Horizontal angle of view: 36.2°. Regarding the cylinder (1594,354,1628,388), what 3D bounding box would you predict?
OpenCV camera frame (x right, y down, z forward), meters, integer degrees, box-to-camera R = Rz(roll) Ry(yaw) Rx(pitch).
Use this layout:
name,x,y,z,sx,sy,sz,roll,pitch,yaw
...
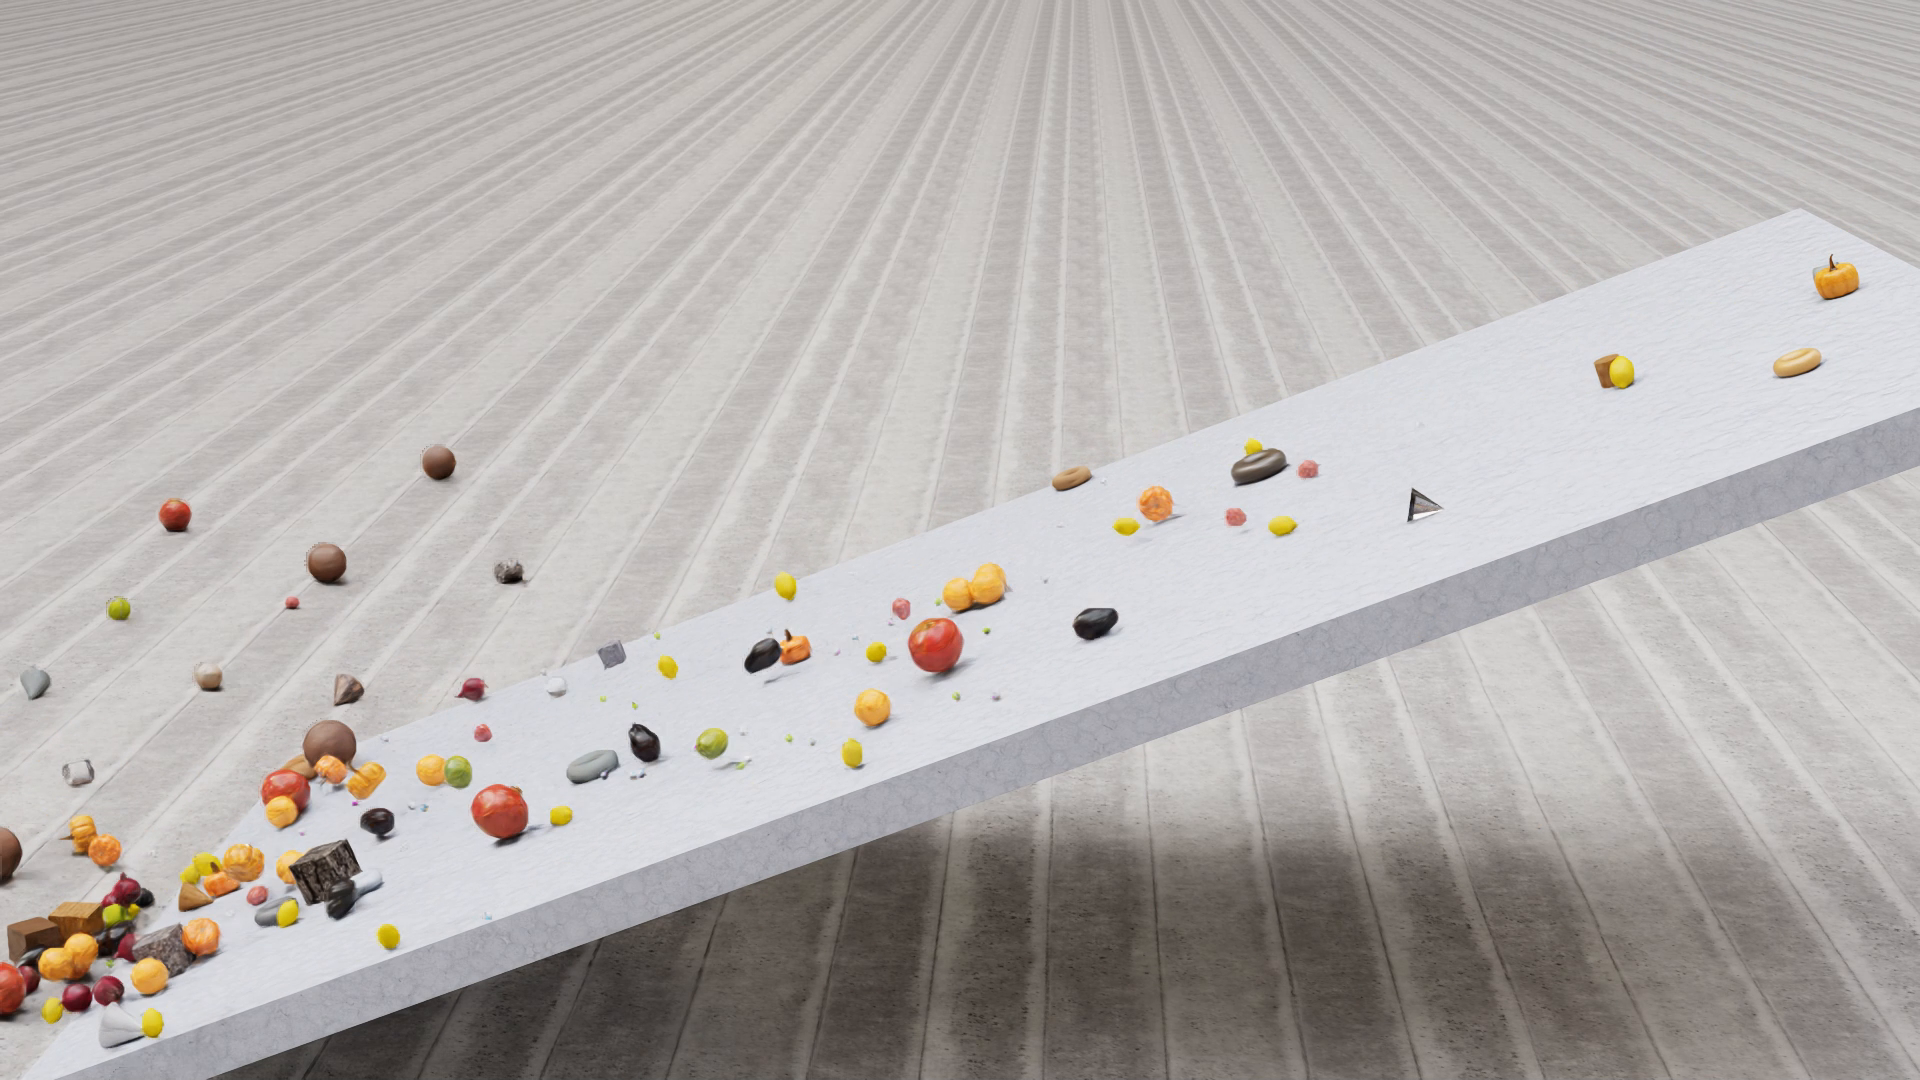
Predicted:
name,x,y,z,sx,sy,sz,roll,pitch,yaw
cylinder,1.343,-0.349,6.073,0.054,0.054,0.054,-21,12,5

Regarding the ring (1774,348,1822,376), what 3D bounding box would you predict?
name,x,y,z,sx,sy,sz,roll,pitch,yaw
ring,1.602,-0.340,5.629,0.094,0.031,0.094,-22,12,5

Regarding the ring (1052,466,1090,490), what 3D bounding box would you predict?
name,x,y,z,sx,sy,sz,roll,pitch,yaw
ring,0.271,-0.150,7.156,0.098,0.033,0.098,-20,13,5

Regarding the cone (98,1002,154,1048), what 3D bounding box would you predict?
name,x,y,z,sx,sy,sz,roll,pitch,yaw
cone,-1.576,0.930,5.593,0.090,0.090,0.090,8,15,8

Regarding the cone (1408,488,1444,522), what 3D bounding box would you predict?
name,x,y,z,sx,sy,sz,roll,pitch,yaw
cone,0.898,-0.064,5.650,0.068,0.068,0.068,8,14,8

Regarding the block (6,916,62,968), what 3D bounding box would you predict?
name,x,y,z,sx,sy,sz,roll,pitch,yaw
block,-2.037,0.885,6.469,0.080,0.080,0.080,13,18,42

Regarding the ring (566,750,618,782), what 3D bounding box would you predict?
name,x,y,z,sx,sy,sz,roll,pitch,yaw
ring,-0.776,0.477,6.201,0.115,0.038,0.115,-20,12,5

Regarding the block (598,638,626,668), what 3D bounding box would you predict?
name,x,y,z,sx,sy,sz,roll,pitch,yaw
block,-0.851,0.278,7.195,0.051,0.051,0.051,-21,12,4

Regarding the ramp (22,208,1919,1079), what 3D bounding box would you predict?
name,x,y,z,sx,sy,sz,roll,pitch,yaw
ramp,0.120,0.175,6.293,4.000,0.100,2.000,-20,12,7

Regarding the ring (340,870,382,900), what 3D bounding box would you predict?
name,x,y,z,sx,sy,sz,roll,pitch,yaw
ring,-1.224,0.703,6.004,0.094,0.031,0.094,-22,11,4

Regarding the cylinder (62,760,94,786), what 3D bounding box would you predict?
name,x,y,z,sx,sy,sz,roll,pitch,yaw
cylinder,-2.301,0.607,7.678,0.060,0.060,0.060,-11,17,-38

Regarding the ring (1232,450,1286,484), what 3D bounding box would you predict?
name,x,y,z,sx,sy,sz,roll,pitch,yaw
ring,0.659,-0.163,6.495,0.129,0.043,0.129,-20,13,5

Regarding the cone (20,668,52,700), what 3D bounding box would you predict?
name,x,y,z,sx,sy,sz,roll,pitch,yaw
cone,-2.664,0.431,8.456,0.087,0.087,0.087,-1,40,-6

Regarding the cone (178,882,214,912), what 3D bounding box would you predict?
name,x,y,z,sx,sy,sz,roll,pitch,yaw
cone,-1.658,0.784,6.418,0.069,0.069,0.069,8,15,9

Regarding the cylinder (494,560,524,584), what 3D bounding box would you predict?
name,x,y,z,sx,sy,sz,roll,pitch,yaw
cylinder,-1.496,0.105,9.753,0.070,0.070,0.070,-11,17,-39

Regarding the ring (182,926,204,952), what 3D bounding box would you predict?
name,x,y,z,sx,sy,sz,roll,pitch,yaw
ring,-1.626,0.839,6.081,0.134,0.045,0.134,-20,13,5

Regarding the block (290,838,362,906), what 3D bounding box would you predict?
name,x,y,z,sx,sy,sz,roll,pitch,yaw
block,-1.307,0.687,6.077,0.092,0.092,0.092,-16,13,24

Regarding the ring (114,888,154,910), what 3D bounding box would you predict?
name,x,y,z,sx,sy,sz,roll,pitch,yaw
ring,-1.912,0.831,6.808,0.089,0.030,0.089,-1,12,0

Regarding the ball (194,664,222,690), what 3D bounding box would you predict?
name,x,y,z,sx,sy,sz,roll,pitch,yaw
ball,-2.178,0.395,8.525,0.078,0.078,0.078,0,13,0

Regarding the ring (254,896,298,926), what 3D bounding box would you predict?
name,x,y,z,sx,sy,sz,roll,pitch,yaw
ring,-1.408,0.765,6.056,0.094,0.031,0.094,-20,13,5

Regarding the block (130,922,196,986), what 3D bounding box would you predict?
name,x,y,z,sx,sy,sz,roll,pitch,yaw
block,-1.615,0.840,5.964,0.082,0.082,0.082,-20,12,9

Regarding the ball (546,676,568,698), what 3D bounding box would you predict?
name,x,y,z,sx,sy,sz,roll,pitch,yaw
ball,-0.969,0.353,7.064,0.053,0.053,0.053,0,13,0

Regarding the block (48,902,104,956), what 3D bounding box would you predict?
name,x,y,z,sx,sy,sz,roll,pitch,yaw
block,-1.965,0.864,6.540,0.090,0.090,0.090,1,14,5

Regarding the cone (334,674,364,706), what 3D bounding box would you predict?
name,x,y,z,sx,sy,sz,roll,pitch,yaw
cone,-1.765,0.445,8.394,0.092,0.092,0.092,6,41,22

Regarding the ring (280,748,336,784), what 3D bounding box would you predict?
name,x,y,z,sx,sy,sz,roll,pitch,yaw
ring,-1.620,0.561,7.304,0.146,0.049,0.146,-20,12,5

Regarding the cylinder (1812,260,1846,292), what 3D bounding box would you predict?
name,x,y,z,sx,sy,sz,roll,pitch,yaw
cylinder,1.814,-0.550,6.144,0.050,0.050,0.050,-26,2,24
